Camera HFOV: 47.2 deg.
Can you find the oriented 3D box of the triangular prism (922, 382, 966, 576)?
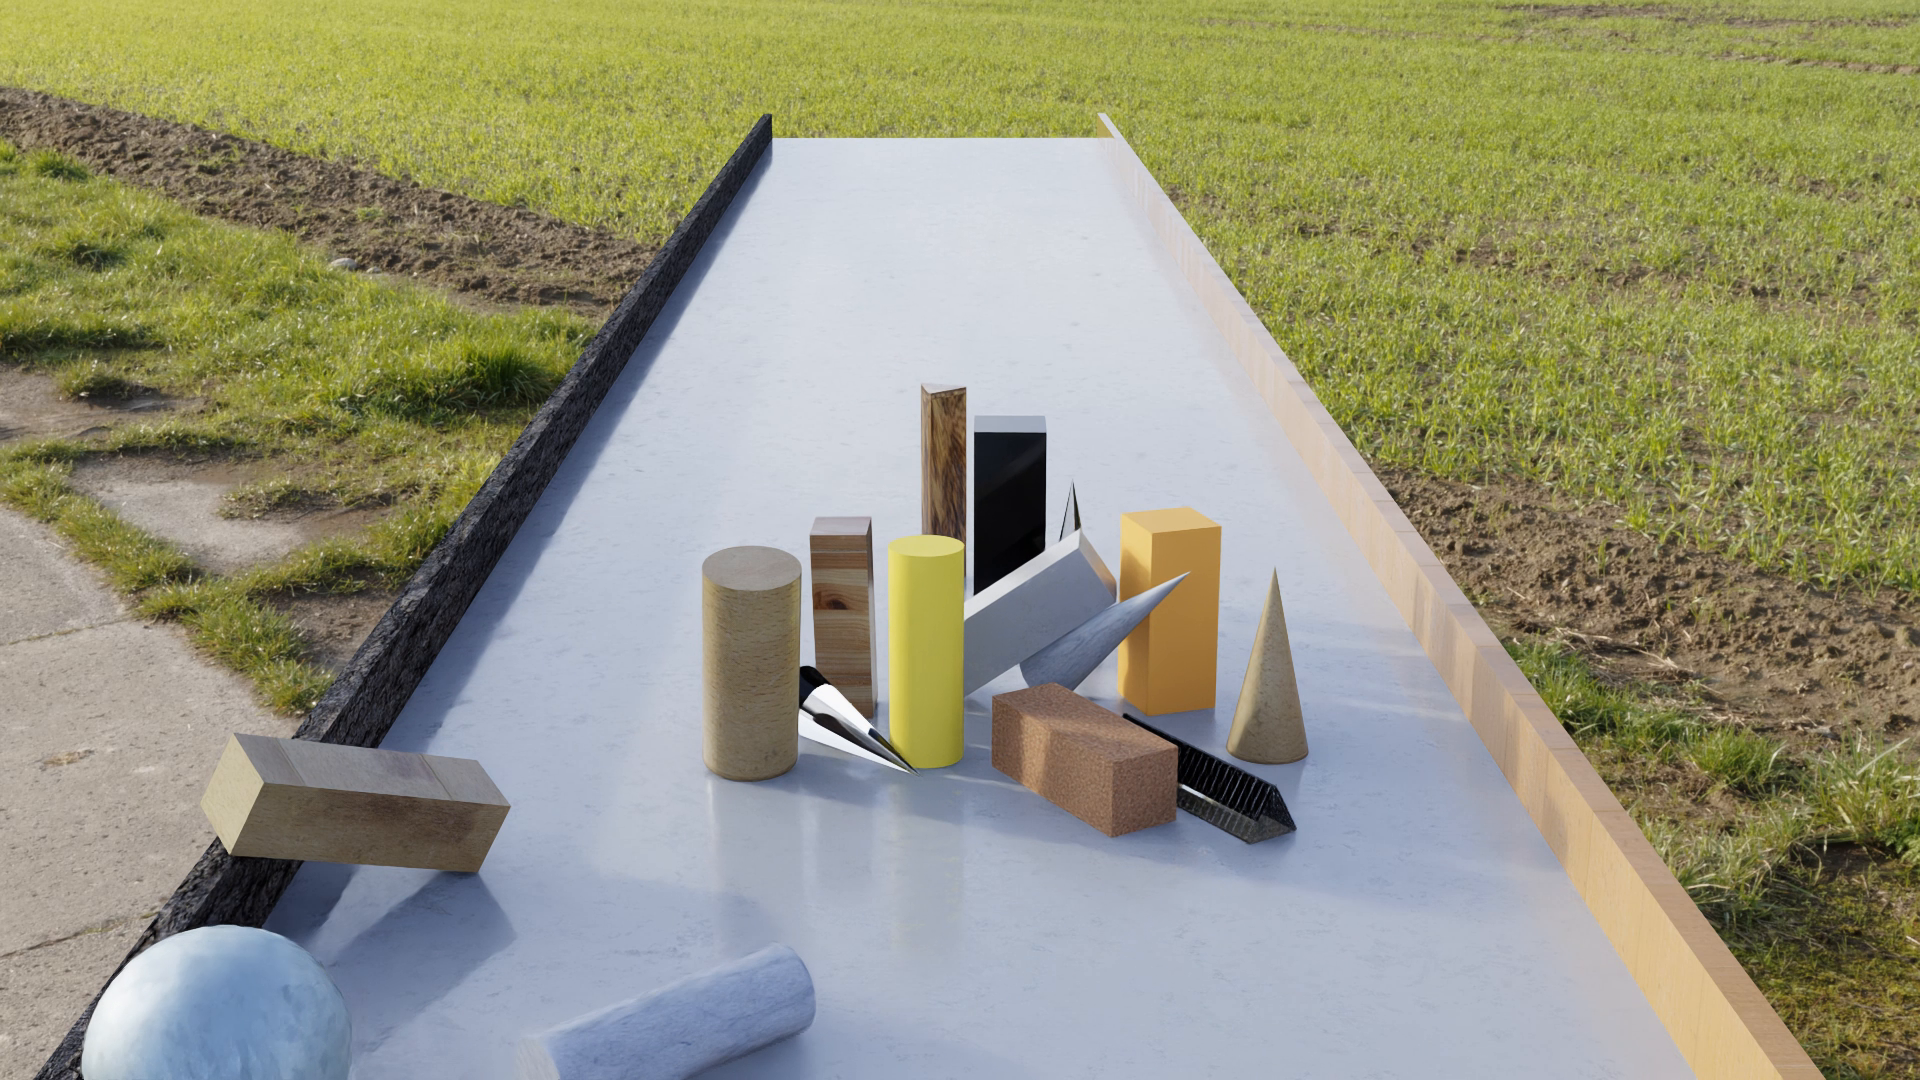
[{"bbox_3d":[-0.055,-0.128,4.893,0.105,0.436,0.091,-13,21,-38],"label":"triangular prism"}]

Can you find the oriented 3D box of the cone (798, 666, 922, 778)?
[{"bbox_3d":[-0.183,0.352,3.933,0.336,0.128,0.128,28,31,37],"label":"cone"}]

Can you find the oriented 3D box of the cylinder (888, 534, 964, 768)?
[{"bbox_3d":[-0.059,0.197,3.881,0.133,0.390,0.133,0,16,0],"label":"cylinder"}]

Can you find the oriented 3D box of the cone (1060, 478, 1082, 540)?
[{"bbox_3d":[0.222,0.054,4.393,0.140,0.371,0.140,0,17,0],"label":"cone"}]

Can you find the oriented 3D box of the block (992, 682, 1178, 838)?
[{"bbox_3d":[0.208,0.370,3.751,0.132,0.132,0.361,-10,19,-31],"label":"block"}]

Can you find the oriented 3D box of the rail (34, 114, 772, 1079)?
[{"bbox_3d":[-1.118,-0.838,7.780,0.050,0.150,12.000,0,17,-1],"label":"rail"}]

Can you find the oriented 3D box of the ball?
[{"bbox_3d":[-0.883,0.614,2.625,0.306,0.306,0.306,0,17,0],"label":"ball"}]

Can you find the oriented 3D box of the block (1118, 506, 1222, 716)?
[{"bbox_3d":[0.393,0.133,4.152,0.141,0.357,0.141,-6,17,-19],"label":"block"}]

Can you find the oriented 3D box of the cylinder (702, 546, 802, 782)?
[{"bbox_3d":[-0.362,0.214,3.808,0.169,0.374,0.169,3,26,-1],"label":"cylinder"}]

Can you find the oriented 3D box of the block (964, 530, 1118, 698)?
[{"bbox_3d":[0.102,0.148,4.162,0.384,0.126,0.126,-33,11,13],"label":"block"}]

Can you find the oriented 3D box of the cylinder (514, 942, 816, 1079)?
[{"bbox_3d":[-0.378,0.641,2.858,0.386,0.123,0.123,-14,21,-39],"label":"cylinder"}]

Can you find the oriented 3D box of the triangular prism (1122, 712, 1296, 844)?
[{"bbox_3d":[0.401,0.395,3.737,0.102,0.088,0.398,-10,19,-32],"label":"triangular prism"}]

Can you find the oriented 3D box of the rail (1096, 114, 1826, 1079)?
[{"bbox_3d":[0.932,-0.844,7.801,0.050,0.150,12.000,0,17,-1],"label":"rail"}]

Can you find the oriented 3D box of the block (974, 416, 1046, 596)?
[{"bbox_3d":[0.103,-0.037,4.604,0.148,0.425,0.148,0,17,1],"label":"block"}]

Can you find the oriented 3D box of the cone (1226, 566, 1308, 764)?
[{"bbox_3d":[0.553,0.210,3.911,0.149,0.348,0.149,0,17,0],"label":"cone"}]

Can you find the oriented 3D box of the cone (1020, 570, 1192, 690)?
[{"bbox_3d":[0.289,0.154,4.073,0.415,0.126,0.126,-38,-11,39],"label":"cone"}]

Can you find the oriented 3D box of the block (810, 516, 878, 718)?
[{"bbox_3d":[-0.215,0.144,4.093,0.103,0.363,0.103,0,20,3],"label":"block"}]

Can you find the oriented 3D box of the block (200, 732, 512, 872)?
[{"bbox_3d":[-0.911,0.403,3.339,0.426,0.127,0.127,14,21,-45],"label":"block"}]
